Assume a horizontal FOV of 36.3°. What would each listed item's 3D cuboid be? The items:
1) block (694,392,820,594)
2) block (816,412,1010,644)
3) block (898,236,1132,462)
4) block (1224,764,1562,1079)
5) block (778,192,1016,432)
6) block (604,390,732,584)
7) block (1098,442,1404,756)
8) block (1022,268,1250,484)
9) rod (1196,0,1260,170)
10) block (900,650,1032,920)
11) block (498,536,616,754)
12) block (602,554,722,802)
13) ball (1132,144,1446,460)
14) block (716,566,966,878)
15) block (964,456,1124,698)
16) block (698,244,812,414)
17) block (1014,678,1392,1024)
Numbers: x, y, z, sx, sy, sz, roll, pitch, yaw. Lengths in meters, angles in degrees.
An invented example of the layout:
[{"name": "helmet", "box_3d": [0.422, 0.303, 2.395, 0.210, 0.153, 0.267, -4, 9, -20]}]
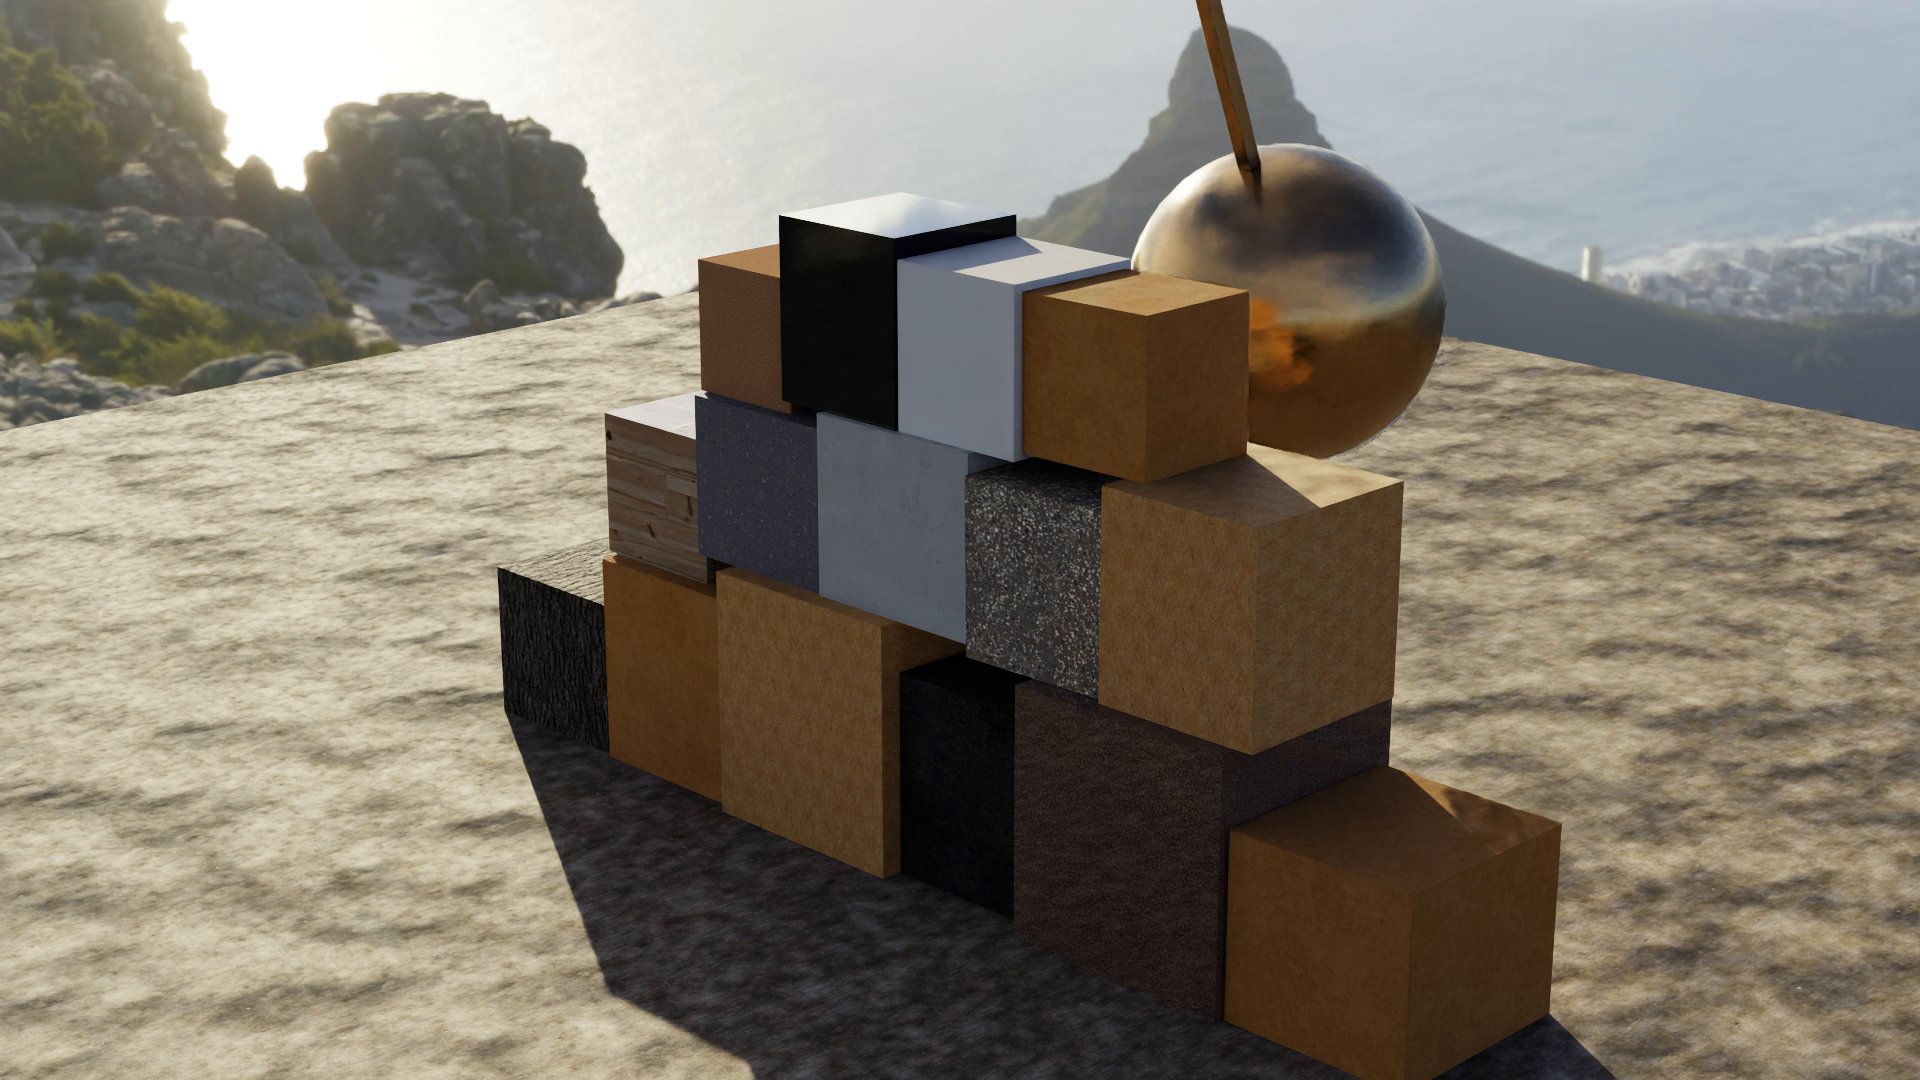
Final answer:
[{"name": "block", "box_3d": [-0.648, -0.307, 13.940, 0.848, 0.788, 0.862, -17, 24, -42]}, {"name": "block", "box_3d": [-0.012, -0.144, 13.291, 0.830, 0.867, 0.962, -17, 24, -42]}, {"name": "block", "box_3d": [0.235, -0.848, 12.803, 0.727, 0.769, 0.706, -17, 24, -42]}, {"name": "block", "box_3d": [1.760, 1.561, 11.961, 1.002, 0.850, 0.909, -17, 24, -42]}, {"name": "block", "box_3d": [-0.280, -1.050, 13.291, 0.763, 0.862, 0.747, -17, 24, -42]}, {"name": "block", "box_3d": [-1.247, -0.278, 14.533, 0.677, 0.715, 0.752, -17, 24, -42]}, {"name": "block", "box_3d": [1.200, 0.219, 12.138, 0.934, 0.948, 0.826, -17, 24, -42]}, {"name": "block", "box_3d": [0.737, -0.702, 12.331, 0.646, 0.701, 0.693, -17, 23, -42]}, {"name": "rod", "box_3d": [0.703, -3.900, 12.853, 0.080, 5.200, 0.080, 17, 46, 42]}, {"name": "block", "box_3d": [0.330, 1.062, 13.333, 0.856, 0.980, 0.842, -17, 24, -42]}, {"name": "block", "box_3d": [-1.781, 0.522, 15.356, 0.865, 0.796, 0.907, -17, 24, -42]}, {"name": "block", "box_3d": [-1.120, 0.598, 14.690, 0.912, 1.051, 0.938, -17, 24, -42]}, {"name": "ball", "box_3d": [1.623, -1.178, 14.672, 1.600, 1.600, 1.600, 0, 17, 0]}, {"name": "block", "box_3d": [-0.367, 0.734, 13.975, 1.082, 1.219, 1.129, -17, 24, -42]}, {"name": "block", "box_3d": [0.628, 0.100, 12.727, 0.915, 0.823, 0.798, -17, 23, -42]}, {"name": "block", "box_3d": [-0.764, -1.017, 13.833, 0.675, 0.632, 0.636, -17, 24, -42]}, {"name": "block", "box_3d": [1.034, 1.182, 12.620, 1.117, 1.178, 1.147, -17, 24, -42]}]
